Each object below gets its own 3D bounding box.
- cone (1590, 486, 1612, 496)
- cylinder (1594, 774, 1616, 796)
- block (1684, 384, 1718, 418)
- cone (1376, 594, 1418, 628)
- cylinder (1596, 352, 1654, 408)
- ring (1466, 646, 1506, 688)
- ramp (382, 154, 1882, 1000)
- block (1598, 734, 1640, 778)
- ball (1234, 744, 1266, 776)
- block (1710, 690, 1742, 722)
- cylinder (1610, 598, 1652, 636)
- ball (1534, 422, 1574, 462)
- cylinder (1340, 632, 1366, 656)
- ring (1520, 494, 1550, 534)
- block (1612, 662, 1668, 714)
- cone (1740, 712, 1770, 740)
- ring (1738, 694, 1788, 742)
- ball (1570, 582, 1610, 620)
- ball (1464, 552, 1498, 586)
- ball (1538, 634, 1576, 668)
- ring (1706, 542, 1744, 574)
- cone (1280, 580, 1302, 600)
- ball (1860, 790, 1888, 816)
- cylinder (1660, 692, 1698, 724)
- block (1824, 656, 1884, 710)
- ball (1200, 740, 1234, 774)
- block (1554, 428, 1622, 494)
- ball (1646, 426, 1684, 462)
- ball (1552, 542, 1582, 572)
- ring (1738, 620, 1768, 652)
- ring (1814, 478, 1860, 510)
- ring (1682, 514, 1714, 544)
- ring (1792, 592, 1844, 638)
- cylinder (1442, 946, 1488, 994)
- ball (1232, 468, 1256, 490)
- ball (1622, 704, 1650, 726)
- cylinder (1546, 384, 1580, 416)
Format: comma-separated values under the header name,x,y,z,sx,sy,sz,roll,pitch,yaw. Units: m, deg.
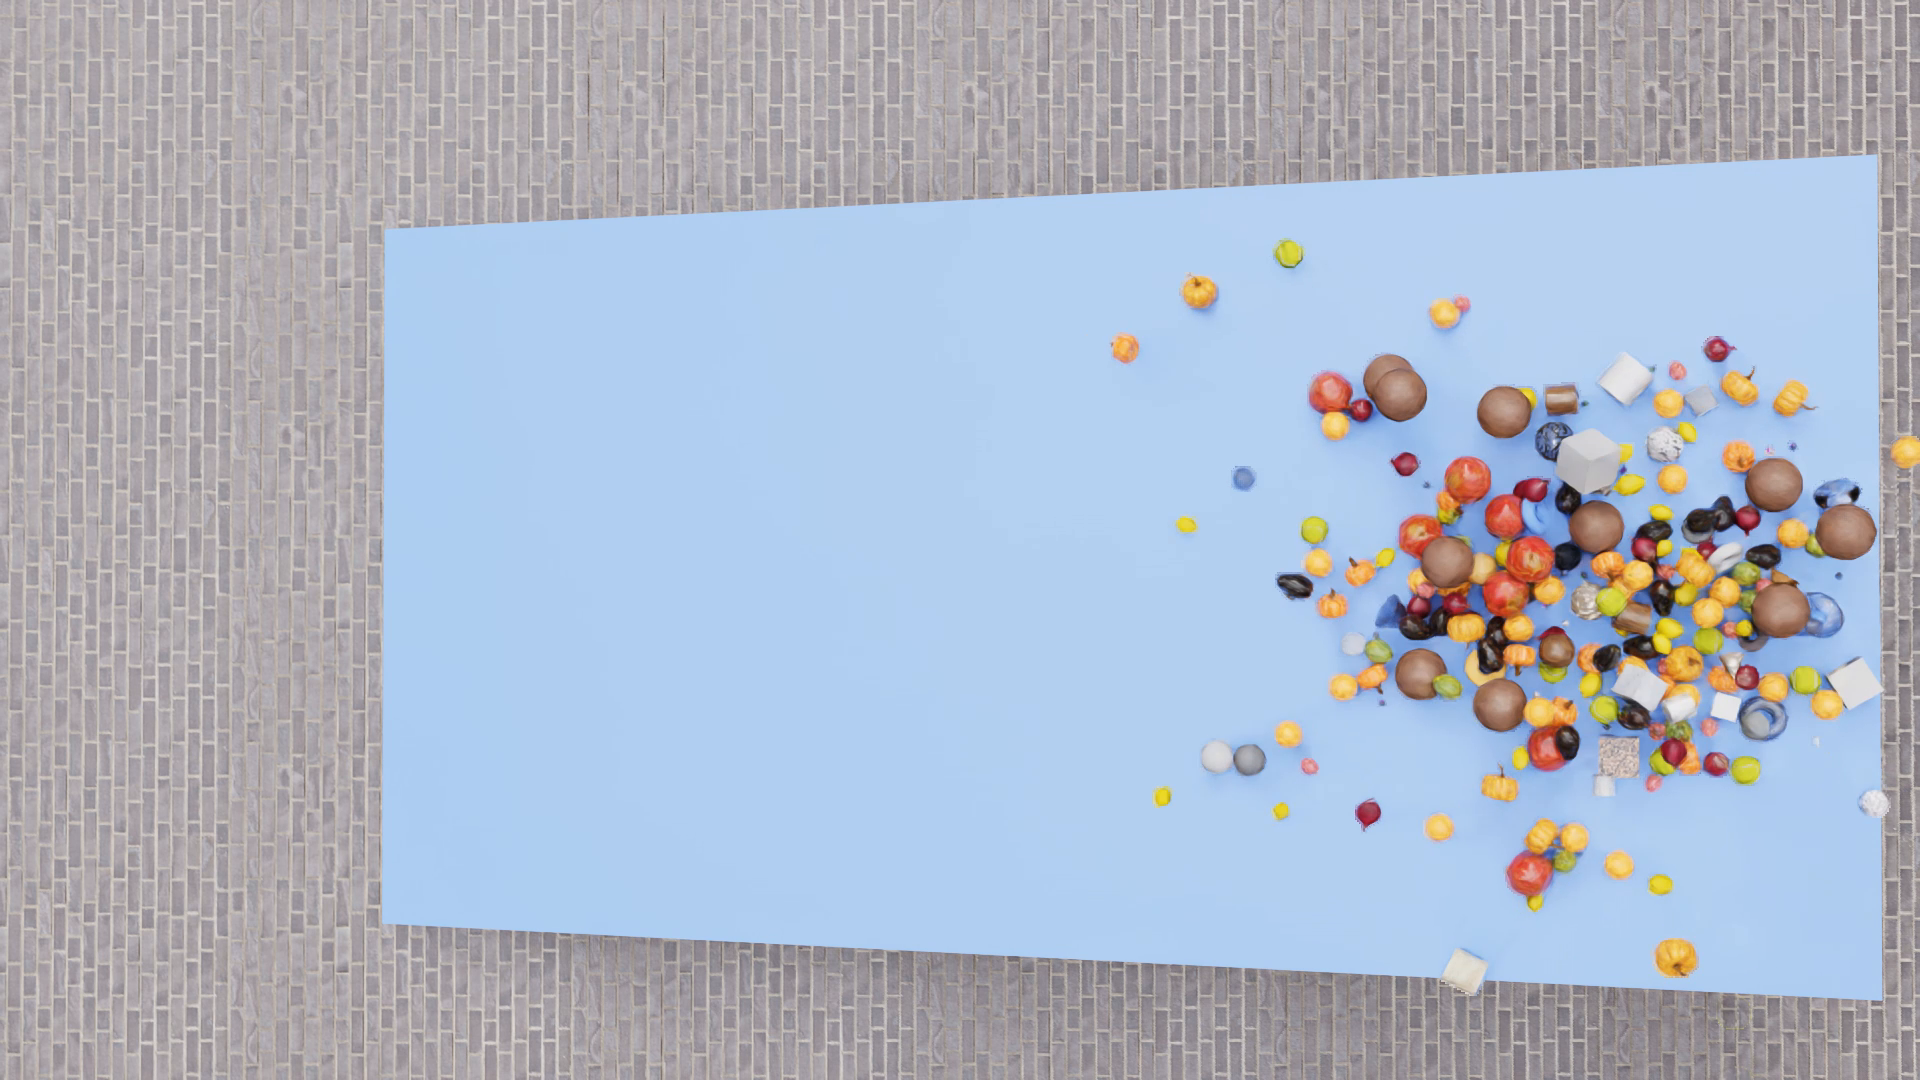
name,x,y,z,sx,sy,sz,roll,pitch,yaw
cone,1.552,-0.126,5.374,0.055,0.055,0.055,-24,89,42
cylinder,1.566,0.596,5.345,0.051,0.051,0.051,-1,89,0
block,1.783,-0.336,5.291,0.058,0.058,0.058,-31,81,14
cone,1.107,0.198,5.491,0.097,0.097,0.097,27,89,-12
cylinder,1.611,-0.386,5.322,0.097,0.097,0.097,41,100,1
ring,1.300,0.315,5.437,0.101,0.034,0.101,0,89,20
ramp,0.271,0.095,5.815,4.000,0.100,2.000,0,89,17
block,1.592,0.523,5.316,0.094,0.094,0.094,0,89,17
ball,0.735,0.558,5.575,0.083,0.083,0.083,0,89,0
block,1.833,0.398,5.265,0.057,0.057,0.057,16,95,16
cylinder,1.616,0.185,5.293,0.076,0.076,0.076,15,89,7
ball,1.429,-0.237,5.282,0.096,0.096,0.096,0,89,0
cylinder,0.988,0.260,5.517,0.060,0.060,0.060,0,89,17
ring,1.399,-0.062,5.350,0.034,0.102,0.102,-18,89,41
block,1.622,0.353,5.245,0.077,0.077,0.077,32,87,-26
cone,1.876,0.444,5.210,0.067,0.067,0.067,1,91,31
ring,1.918,0.425,5.251,0.111,0.037,0.111,0,89,18
ball,1.530,0.150,5.341,0.092,0.092,0.092,0,89,0
ball,1.278,0.071,5.394,0.081,0.081,0.081,0,89,0
ball,1.440,0.268,5.303,0.086,0.086,0.086,0,89,0
ring,1.819,0.043,5.231,0.094,0.094,0.031,-29,56,0
cone,0.841,0.115,5.525,0.051,0.051,0.051,47,117,1
ball,2.147,0.618,5.167,0.063,0.063,0.063,0,89,0
cylinder,1.693,0.396,5.179,0.060,0.060,0.060,-21,89,2
block,2.101,0.336,5.170,0.090,0.090,0.090,-33,80,13
ball,0.649,0.548,5.558,0.085,0.085,0.085,0,89,0
block,1.488,-0.187,5.208,0.100,0.100,0.100,-20,132,-23
ball,1.699,-0.229,5.299,0.088,0.088,0.088,0,89,0
ball,1.480,0.041,5.369,0.070,0.070,0.070,0,89,0
ring,1.894,0.230,5.250,0.026,0.078,0.078,24,89,-33
ring,2.066,-0.107,5.183,0.105,0.105,0.035,-24,116,0
ring,1.780,-0.026,5.305,0.075,0.025,0.075,0,90,18
ring,2.025,0.177,5.193,0.123,0.123,0.041,50,52,1
cylinder,1.244,1.061,5.415,0.086,0.086,0.086,26,89,16
ball,0.722,-0.155,5.602,0.058,0.058,0.058,0,89,0
ball,1.634,0.419,5.315,0.062,0.062,0.062,0,89,0
cylinder,1.470,-0.341,5.370,0.073,0.073,0.073,-4,89,21
